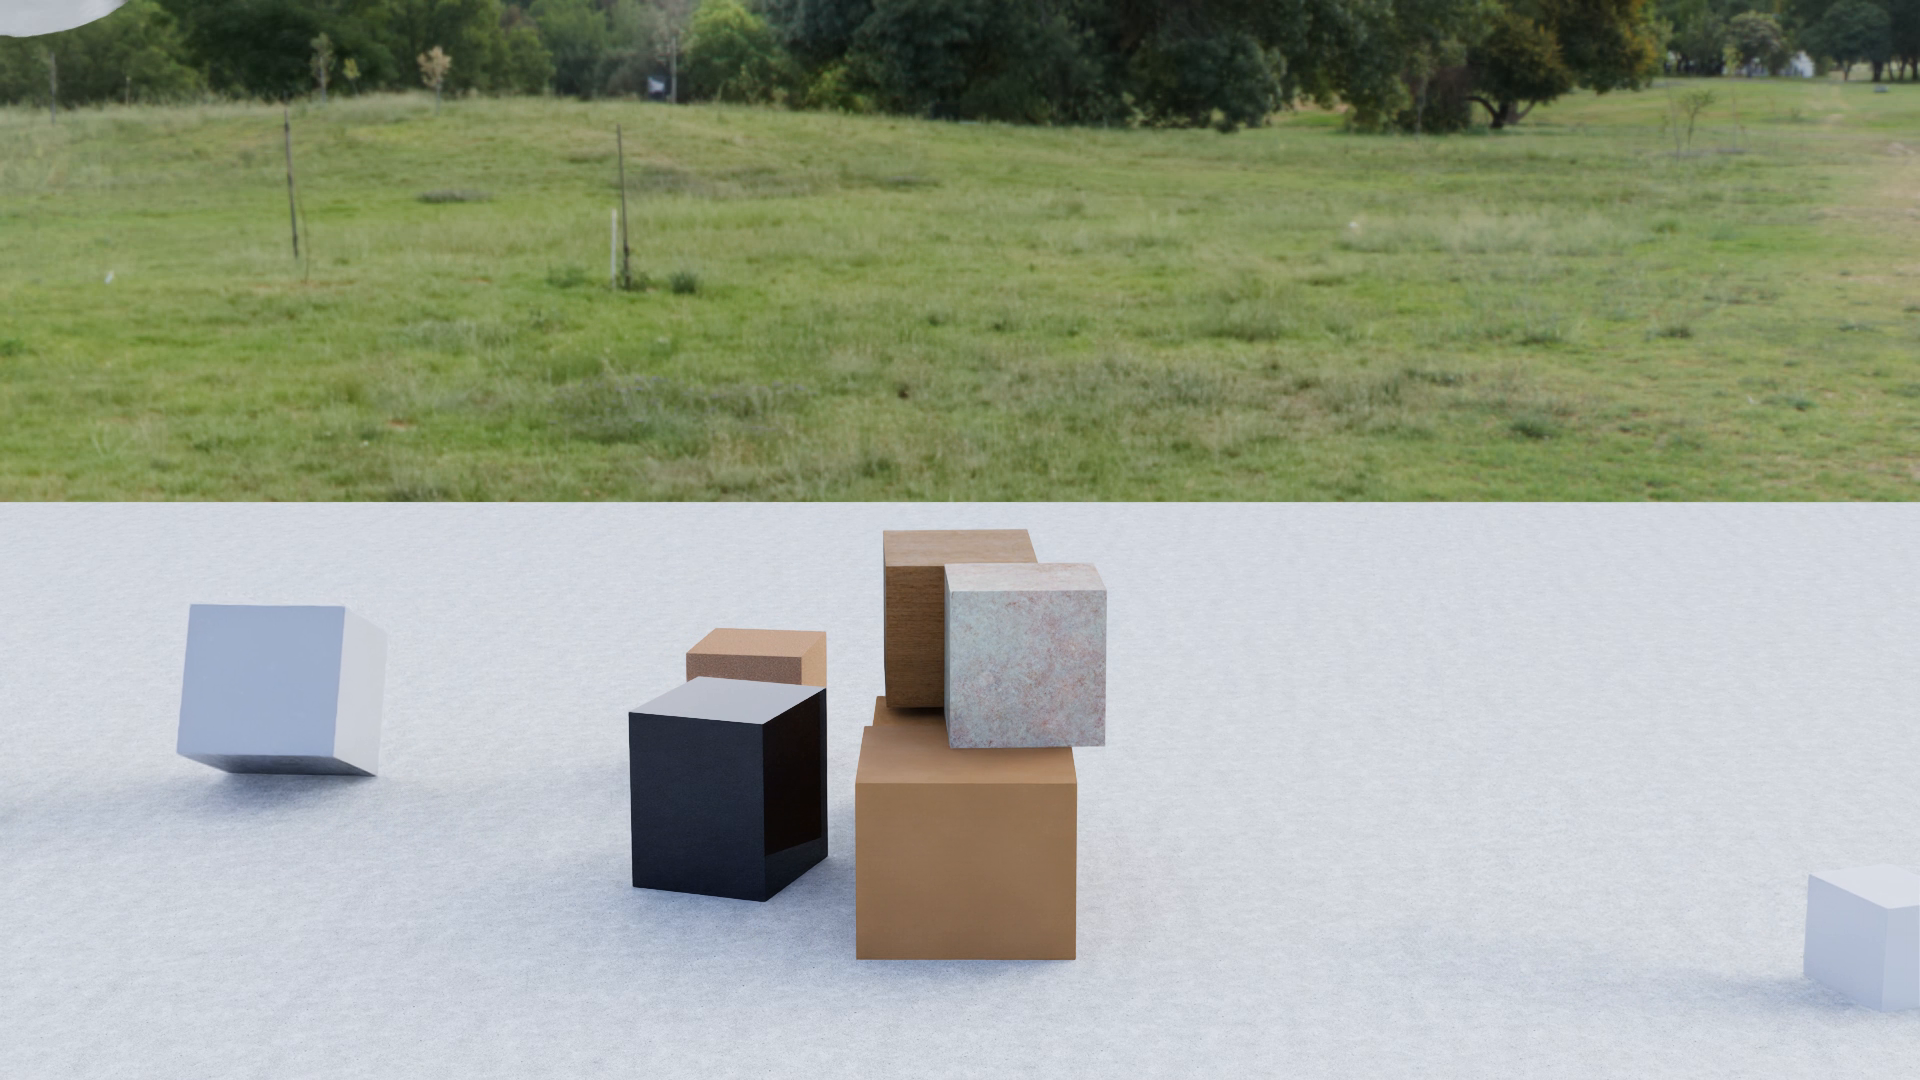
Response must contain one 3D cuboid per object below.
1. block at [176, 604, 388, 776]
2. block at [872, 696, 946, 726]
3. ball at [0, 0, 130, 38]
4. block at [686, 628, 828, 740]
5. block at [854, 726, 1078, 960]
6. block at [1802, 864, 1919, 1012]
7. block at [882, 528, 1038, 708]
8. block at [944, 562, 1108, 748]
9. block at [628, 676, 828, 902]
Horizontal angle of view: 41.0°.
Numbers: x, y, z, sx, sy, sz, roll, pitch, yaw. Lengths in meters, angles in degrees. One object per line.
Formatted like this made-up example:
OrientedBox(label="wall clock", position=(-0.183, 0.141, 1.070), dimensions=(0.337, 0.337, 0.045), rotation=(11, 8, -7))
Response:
OrientedBox(label="block", position=(-3.351, 0.753, 12.748), dimensions=(0.773, 0.733, 0.731), rotation=(1, -12, 4))
OrientedBox(label="block", position=(0.003, 1.118, 11.460), dimensions=(0.769, 0.701, 0.672), rotation=(0, 10, 0))
OrientedBox(label="ball", position=(-3.976, -2.903, 10.653), dimensions=(1.600, 1.600, 1.600), rotation=(0, 10, 0))
OrientedBox(label="block", position=(-1.036, 0.836, 13.178), dimensions=(0.593, 0.640, 0.607), rotation=(2, 10, 9))
OrientedBox(label="block", position=(0.026, 1.244, 10.679), dimensions=(0.882, 0.732, 0.907), rotation=(0, 10, 0))
OrientedBox(label="block", position=(3.592, 1.538, 9.959), dimensions=(0.385, 0.410, 0.463), rotation=(-4, 11, -19))
OrientedBox(label="block", position=(-0.006, 0.343, 11.571), dimensions=(0.666, 0.640, 0.690), rotation=(-1, 13, -3))
OrientedBox(label="block", position=(0.270, 0.483, 10.941), dimensions=(0.650, 0.668, 0.593), rotation=(0, 11, -3))
OrientedBox(label="block", position=(-1.016, 1.089, 11.372), dimensions=(0.633, 0.788, 0.704), rotation=(4, 11, 19))
